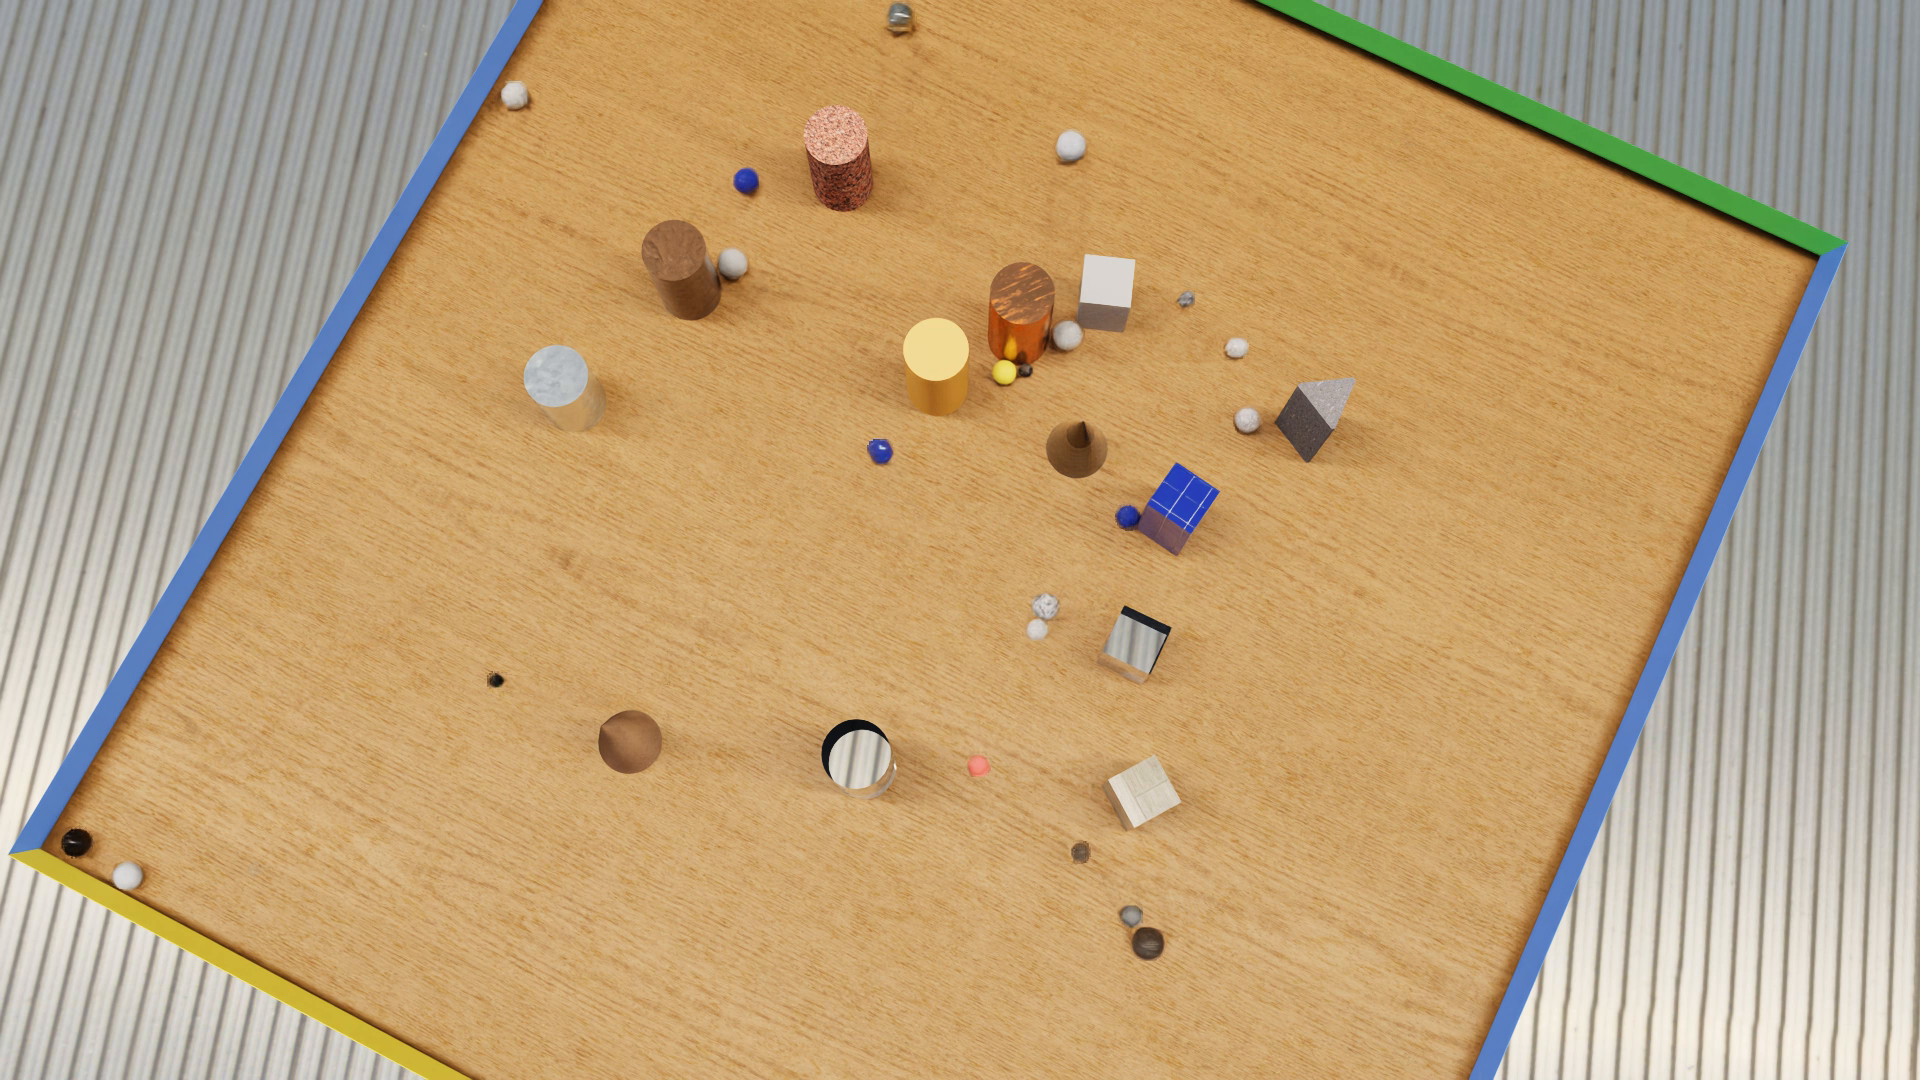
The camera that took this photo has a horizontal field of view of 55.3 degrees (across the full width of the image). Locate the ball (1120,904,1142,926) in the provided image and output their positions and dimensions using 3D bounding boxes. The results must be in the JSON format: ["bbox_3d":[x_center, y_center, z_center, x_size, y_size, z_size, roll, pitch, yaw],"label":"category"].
[{"bbox_3d":[0.500,1.098,5.357,0.064,0.064,0.064,0,78,0],"label":"ball"}]

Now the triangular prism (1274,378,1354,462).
[{"bbox_3d":[1.085,-0.385,5.492,0.143,0.400,0.166,-35,80,-7],"label":"triangular prism"}]

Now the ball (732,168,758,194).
[{"bbox_3d":[-0.680,-1.137,5.811,0.079,0.079,0.079,0,78,0],"label":"ball"}]

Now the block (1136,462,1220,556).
[{"bbox_3d":[0.645,-0.088,5.460,0.153,0.343,0.153,35,80,7],"label":"block"}]

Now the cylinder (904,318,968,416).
[{"bbox_3d":[-0.070,-0.517,5.528,0.191,0.382,0.191,0,78,0],"label":"cylinder"}]

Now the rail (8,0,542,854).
[{"bbox_3d":[-1.809,-0.879,5.734,0.045,0.124,4.141,26,80,5],"label":"rail"}]

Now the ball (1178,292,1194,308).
[{"bbox_3d":[0.708,-0.753,5.748,0.048,0.048,0.048,0,78,0],"label":"ball"}]

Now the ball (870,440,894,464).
[{"bbox_3d":[-0.243,-0.269,5.634,0.074,0.074,0.074,0,78,0],"label":"ball"}]

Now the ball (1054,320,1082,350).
[{"bbox_3d":[0.335,-0.636,5.701,0.092,0.092,0.092,0,78,0],"label":"ball"}]

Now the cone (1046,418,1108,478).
[{"bbox_3d":[0.362,-0.316,5.519,0.191,0.320,0.191,0,78,0],"label":"cone"}]

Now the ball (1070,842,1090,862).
[{"bbox_3d":[0.353,0.920,5.398,0.055,0.055,0.055,0,78,0],"label":"ball"}]

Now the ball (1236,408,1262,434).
[{"bbox_3d":[0.889,-0.369,5.653,0.078,0.078,0.078,0,78,0],"label":"ball"}]

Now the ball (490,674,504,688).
[{"bbox_3d":[-1.394,0.423,5.508,0.041,0.041,0.041,0,78,0],"label":"ball"}]

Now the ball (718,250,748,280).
[{"bbox_3d":[-0.713,-0.865,5.748,0.093,0.093,0.093,0,78,0],"label":"ball"}]

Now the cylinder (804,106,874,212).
[{"bbox_3d":[-0.373,-1.176,5.670,0.191,0.371,0.191,0,78,0],"label":"cylinder"}]

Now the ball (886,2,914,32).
[{"bbox_3d":[-0.195,-1.687,5.918,0.094,0.094,0.094,0,78,0],"label":"ball"}]

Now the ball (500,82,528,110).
[{"bbox_3d":[-1.426,-1.422,5.868,0.084,0.084,0.084,0,78,0],"label":"ball"}]

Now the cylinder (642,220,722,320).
[{"bbox_3d":[-0.847,-0.820,5.598,0.191,0.368,0.191,0,78,0],"label":"cylinder"}]

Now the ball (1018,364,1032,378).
[{"bbox_3d":[0.204,-0.528,5.704,0.043,0.043,0.043,0,78,0],"label":"ball"}]

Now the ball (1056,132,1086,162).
[{"bbox_3d":[0.352,-1.250,5.826,0.096,0.096,0.096,0,78,0],"label":"ball"}]

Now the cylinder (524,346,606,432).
[{"bbox_3d":[-1.196,-0.456,5.564,0.191,0.288,0.191,0,78,0],"label":"cylinder"}]

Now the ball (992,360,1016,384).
[{"bbox_3d":[0.137,-0.520,5.685,0.076,0.076,0.076,0,78,0],"label":"ball"}]

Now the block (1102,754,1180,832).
[{"bbox_3d":[0.525,0.739,5.330,0.153,0.261,0.153,-28,80,-5],"label":"block"}]

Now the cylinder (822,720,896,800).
[{"bbox_3d":[-0.286,0.633,5.253,0.191,0.455,0.191,0,78,0],"label":"cylinder"}]

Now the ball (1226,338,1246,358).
[{"bbox_3d":[0.860,-0.598,5.708,0.064,0.064,0.064,0,78,0],"label":"ball"}]

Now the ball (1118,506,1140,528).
[{"bbox_3d":[0.516,-0.070,5.595,0.070,0.070,0.070,0,78,0],"label":"ball"}]

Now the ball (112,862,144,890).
[{"bbox_3d":[-2.440,0.984,5.371,0.083,0.083,0.083,0,78,0],"label":"ball"}]

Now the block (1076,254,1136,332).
[{"bbox_3d":[0.446,-0.758,5.649,0.153,0.243,0.153,6,78,1],"label":"block"}]

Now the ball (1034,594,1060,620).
[{"bbox_3d":[0.262,0.200,5.535,0.079,0.079,0.079,0,78,0],"label":"ball"}]

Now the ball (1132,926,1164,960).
[{"bbox_3d":[0.547,1.171,5.325,0.095,0.095,0.095,0,78,0],"label":"ball"}]

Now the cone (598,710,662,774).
[{"bbox_3d":[-0.988,0.558,5.266,0.191,0.461,0.191,0,78,0],"label":"cone"}]

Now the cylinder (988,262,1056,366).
[{"bbox_3d":[0.182,-0.678,5.547,0.191,0.411,0.191,0,78,0],"label":"cylinder"}]

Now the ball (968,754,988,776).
[{"bbox_3d":[0.054,0.669,5.445,0.064,0.064,0.064,0,78,0],"label":"ball"}]

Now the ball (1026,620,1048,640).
[{"bbox_3d":[0.233,0.270,5.529,0.062,0.062,0.062,0,78,0],"label":"ball"}]

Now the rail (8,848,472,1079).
[{"bbox_3d":[-0.915,1.799,5.180,4.093,0.124,0.045,26,80,5],"label":"rail"}]

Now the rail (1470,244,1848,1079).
[{"bbox_3d":[1.809,0.893,5.367,0.045,0.124,4.141,26,80,5],"label":"rail"}]

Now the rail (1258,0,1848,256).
[{"bbox_3d":[0.915,-1.786,5.922,4.093,0.124,0.045,26,80,5],"label":"rail"}]

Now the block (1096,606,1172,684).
[{"bbox_3d":[0.514,0.313,5.432,0.153,0.235,0.153,25,79,5],"label":"block"}]

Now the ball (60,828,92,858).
[{"bbox_3d":[-2.597,0.890,5.389,0.084,0.084,0.084,0,78,0],"label":"ball"}]
